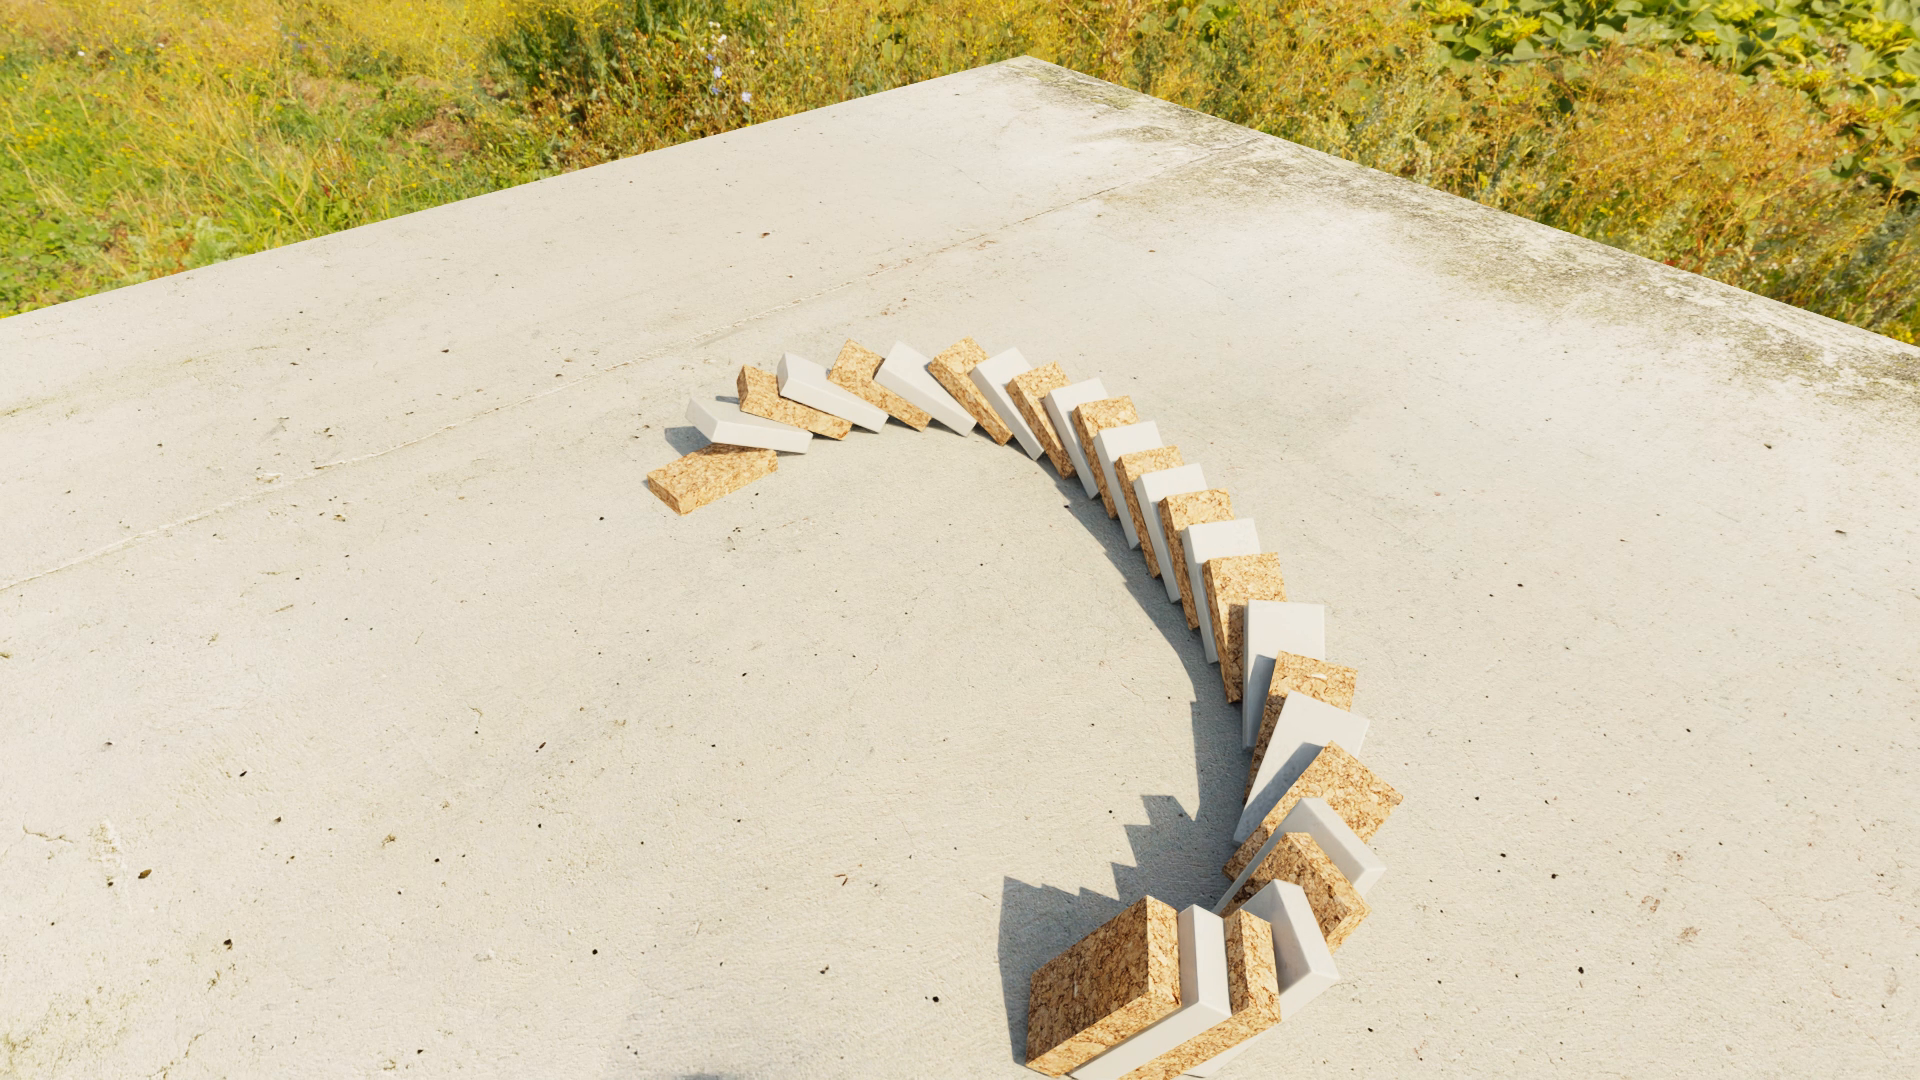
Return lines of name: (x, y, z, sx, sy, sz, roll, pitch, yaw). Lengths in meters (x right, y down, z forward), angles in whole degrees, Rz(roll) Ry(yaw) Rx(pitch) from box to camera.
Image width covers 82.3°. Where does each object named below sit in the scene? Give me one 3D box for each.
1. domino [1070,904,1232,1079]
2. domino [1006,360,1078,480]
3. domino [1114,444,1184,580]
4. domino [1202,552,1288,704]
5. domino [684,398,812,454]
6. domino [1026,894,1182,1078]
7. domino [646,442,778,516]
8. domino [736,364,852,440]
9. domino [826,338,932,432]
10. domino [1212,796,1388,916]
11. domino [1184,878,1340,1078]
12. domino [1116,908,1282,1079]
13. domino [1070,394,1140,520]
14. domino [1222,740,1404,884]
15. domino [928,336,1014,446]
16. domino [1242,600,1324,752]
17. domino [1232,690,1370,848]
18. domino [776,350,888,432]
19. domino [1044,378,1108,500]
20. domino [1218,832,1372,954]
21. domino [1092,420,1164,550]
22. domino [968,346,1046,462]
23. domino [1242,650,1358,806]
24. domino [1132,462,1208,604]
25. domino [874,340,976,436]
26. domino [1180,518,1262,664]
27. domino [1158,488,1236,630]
domino: (0.046, 0.114, 0.274, 0.009, 0.050, 0.025, 29, 37, -15)
domino: (0.045, -0.054, 0.490, 0.025, 0.009, 0.050, -25, 76, -27)
domino: (0.082, -0.012, 0.438, 0.025, 0.009, 0.050, -12, 72, -14)
domino: (0.103, 0.031, 0.385, 0.025, 0.009, 0.050, -5, 73, -6)
domino: (-0.093, -0.050, 0.486, 0.050, 0.010, 0.025, 3, 27, -46)
domino: (0.035, 0.113, 0.276, 0.010, 0.050, 0.025, 29, 37, -15)
domino: (-0.108, -0.030, 0.480, 0.050, 0.010, 0.025, -31, 48, -32)
domino: (-0.076, -0.063, 0.502, 0.050, 0.010, 0.025, 15, 32, -27)
domino: (-0.035, -0.073, 0.514, 0.050, 0.009, 0.025, 28, 38, -11)
domino: (0.089, 0.096, 0.296, 0.010, 0.050, 0.025, 11, 28, -38)
domino: (0.071, 0.111, 0.278, 0.010, 0.050, 0.025, 21, 32, -25)
domino: (0.057, 0.115, 0.273, 0.010, 0.050, 0.025, 29, 37, -15)
domino: (0.068, -0.036, 0.466, 0.025, 0.009, 0.050, -13, 72, -19)
domino: (0.102, 0.086, 0.319, 0.025, 0.009, 0.050, 40, 78, 23)
domino: (0.012, -0.069, 0.509, 0.050, 0.009, 0.025, 47, 52, 5)
domino: (0.108, 0.046, 0.368, 0.025, 0.010, 0.050, 4, 70, 5)
domino: (0.104, 0.074, 0.335, 0.025, 0.009, 0.050, 21, 71, 18)
domino: (-0.059, -0.068, 0.506, 0.050, 0.010, 0.025, 19, 30, -26)
domino: (0.059, -0.044, 0.478, 0.025, 0.010, 0.050, -18, 74, -21)
domino: (0.081, 0.103, 0.287, 0.010, 0.050, 0.025, 12, 29, -37)
domino: (0.075, -0.023, 0.452, 0.025, 0.010, 0.050, -12, 72, -15)
domino: (0.029, -0.062, 0.501, 0.025, 0.009, 0.050, -31, 78, -32)
domino: (0.108, 0.063, 0.349, 0.025, 0.010, 0.050, 14, 69, 16)
domino: (0.087, -0.003, 0.425, 0.025, 0.009, 0.050, -12, 77, -14)
domino: (-0.013, -0.071, 0.512, 0.050, 0.009, 0.025, 31, 41, -7)
domino: (0.098, 0.018, 0.399, 0.025, 0.010, 0.050, -7, 75, -8)
domino: (0.093, 0.007, 0.413, 0.025, 0.010, 0.050, -8, 76, -13)
